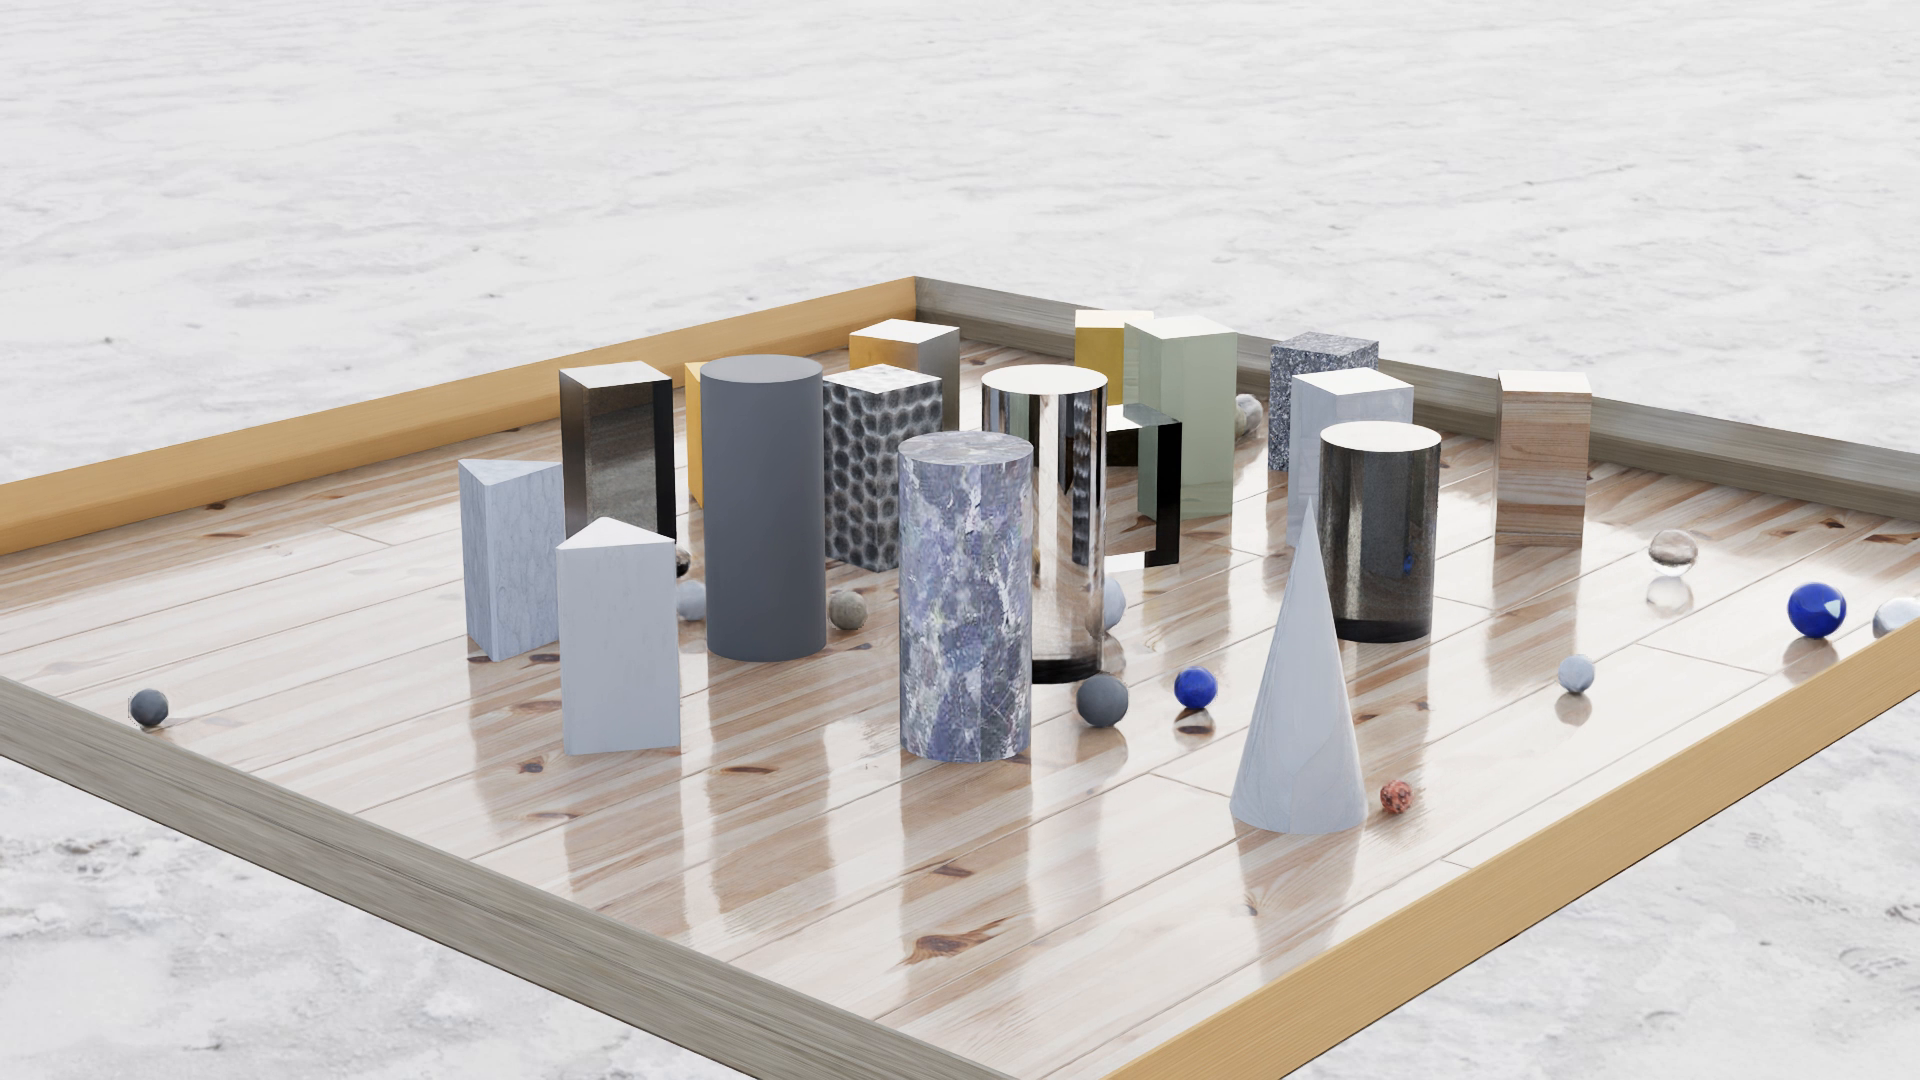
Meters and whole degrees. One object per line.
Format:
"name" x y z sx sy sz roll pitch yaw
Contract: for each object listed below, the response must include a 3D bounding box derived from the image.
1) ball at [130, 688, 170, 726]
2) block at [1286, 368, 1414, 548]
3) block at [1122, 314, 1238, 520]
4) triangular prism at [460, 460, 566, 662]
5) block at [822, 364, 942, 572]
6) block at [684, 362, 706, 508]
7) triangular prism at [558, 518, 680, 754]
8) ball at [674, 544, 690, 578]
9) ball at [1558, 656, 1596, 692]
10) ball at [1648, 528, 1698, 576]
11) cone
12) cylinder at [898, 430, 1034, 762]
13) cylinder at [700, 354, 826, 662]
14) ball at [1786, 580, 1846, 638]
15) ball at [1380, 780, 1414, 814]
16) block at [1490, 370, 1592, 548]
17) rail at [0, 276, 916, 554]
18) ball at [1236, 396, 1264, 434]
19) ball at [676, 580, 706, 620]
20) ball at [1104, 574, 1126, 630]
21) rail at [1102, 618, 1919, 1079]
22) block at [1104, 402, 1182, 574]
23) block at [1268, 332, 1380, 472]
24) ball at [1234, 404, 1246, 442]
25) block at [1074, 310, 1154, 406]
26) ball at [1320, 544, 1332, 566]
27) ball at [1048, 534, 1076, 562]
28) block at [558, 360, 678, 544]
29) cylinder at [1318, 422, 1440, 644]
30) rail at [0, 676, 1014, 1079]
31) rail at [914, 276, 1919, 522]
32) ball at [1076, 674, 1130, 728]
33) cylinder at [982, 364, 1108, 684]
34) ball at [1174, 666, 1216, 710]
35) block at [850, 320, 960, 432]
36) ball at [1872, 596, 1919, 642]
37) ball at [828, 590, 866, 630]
"ball" -1.244 0.257 4.501 0.058 0.058 0.058 0 17 0
"block" 0.710 -0.135 5.350 0.160 0.319 0.160 -7 18 -23
"block" 0.418 -0.234 5.613 0.160 0.357 0.160 -7 18 -22
"triangular prism" -0.768 0.023 4.861 0.150 0.300 0.173 12 21 35
"block" -0.145 -0.132 5.318 0.160 0.332 0.160 -15 23 -41
"block" -0.441 -0.209 5.714 0.160 0.251 0.160 -4 17 -14
"triangular prism" -0.524 0.140 4.432 0.173 0.322 0.150 -4 17 -13
"ball" -0.510 0.038 5.224 0.060 0.060 0.060 0 17 0
"ball" 0.977 0.212 4.649 0.059 0.059 0.059 0 17 0
"ball" 1.273 0.023 5.232 0.086 0.086 0.086 0 17 0
"cone" 0.484 0.159 4.120 0.199 0.465 0.199 0 17 0
"cylinder" 0.009 0.083 4.385 0.199 0.458 0.199 0 17 0
"cylinder" -0.322 -0.054 4.819 0.199 0.469 0.199 0 17 0
"ball" 1.433 0.115 4.906 0.097 0.097 0.097 0 17 0
"ball" 0.621 0.364 4.165 0.047 0.047 0.047 0 17 0
"block" 1.078 -0.152 5.450 0.160 0.294 0.160 2 17 7
"rail" -1.100 -0.243 6.034 0.045 0.130 3.072 14 22 39
"ball" 0.600 -0.266 6.200 0.080 0.080 0.080 0 17 0
"ball" -0.455 0.102 4.998 0.069 0.069 0.069 0 17 0
"ball" 0.229 0.105 4.933 0.100 0.100 0.100 0 17 0
"rail" 1.100 0.308 4.205 0.045 0.130 3.072 14 22 39
"block" 0.292 -0.095 5.316 0.160 0.263 0.160 -7 18 -23
"block" 0.733 -0.273 5.919 0.160 0.255 0.160 11 20 33
"ball" 0.547 -0.245 6.101 0.098 0.098 0.098 0 17 0
"block" 0.317 -0.322 6.048 0.160 0.275 0.160 1 17 3
"ball" 0.647 0.028 5.284 0.045 0.045 0.045 0 17 0
"ball" 0.186 0.014 5.320 0.051 0.051 0.051 0 17 0
"block" -0.627 -0.146 5.378 0.160 0.325 0.160 -8 19 -26
"cylinder" 0.701 -0.015 4.931 0.199 0.331 0.199 0 17 0
"rail" -0.991 0.362 4.026 2.961 0.130 0.045 14 22 39
"rail" 0.991 -0.297 6.213 2.961 0.130 0.045 14 22 39
"ball" 0.219 0.246 4.496 0.082 0.082 0.082 0 17 0
"cylinder" 0.134 -0.026 4.714 0.199 0.478 0.199 0 17 0
"ball" 0.367 0.230 4.575 0.067 0.067 0.067 0 17 0
"block" -0.110 -0.273 5.851 0.160 0.295 0.160 10 19 29
"ball" 1.548 0.142 4.814 0.098 0.098 0.098 0 17 0
"ball" -0.190 0.118 4.949 0.067 0.067 0.067 0 17 0
